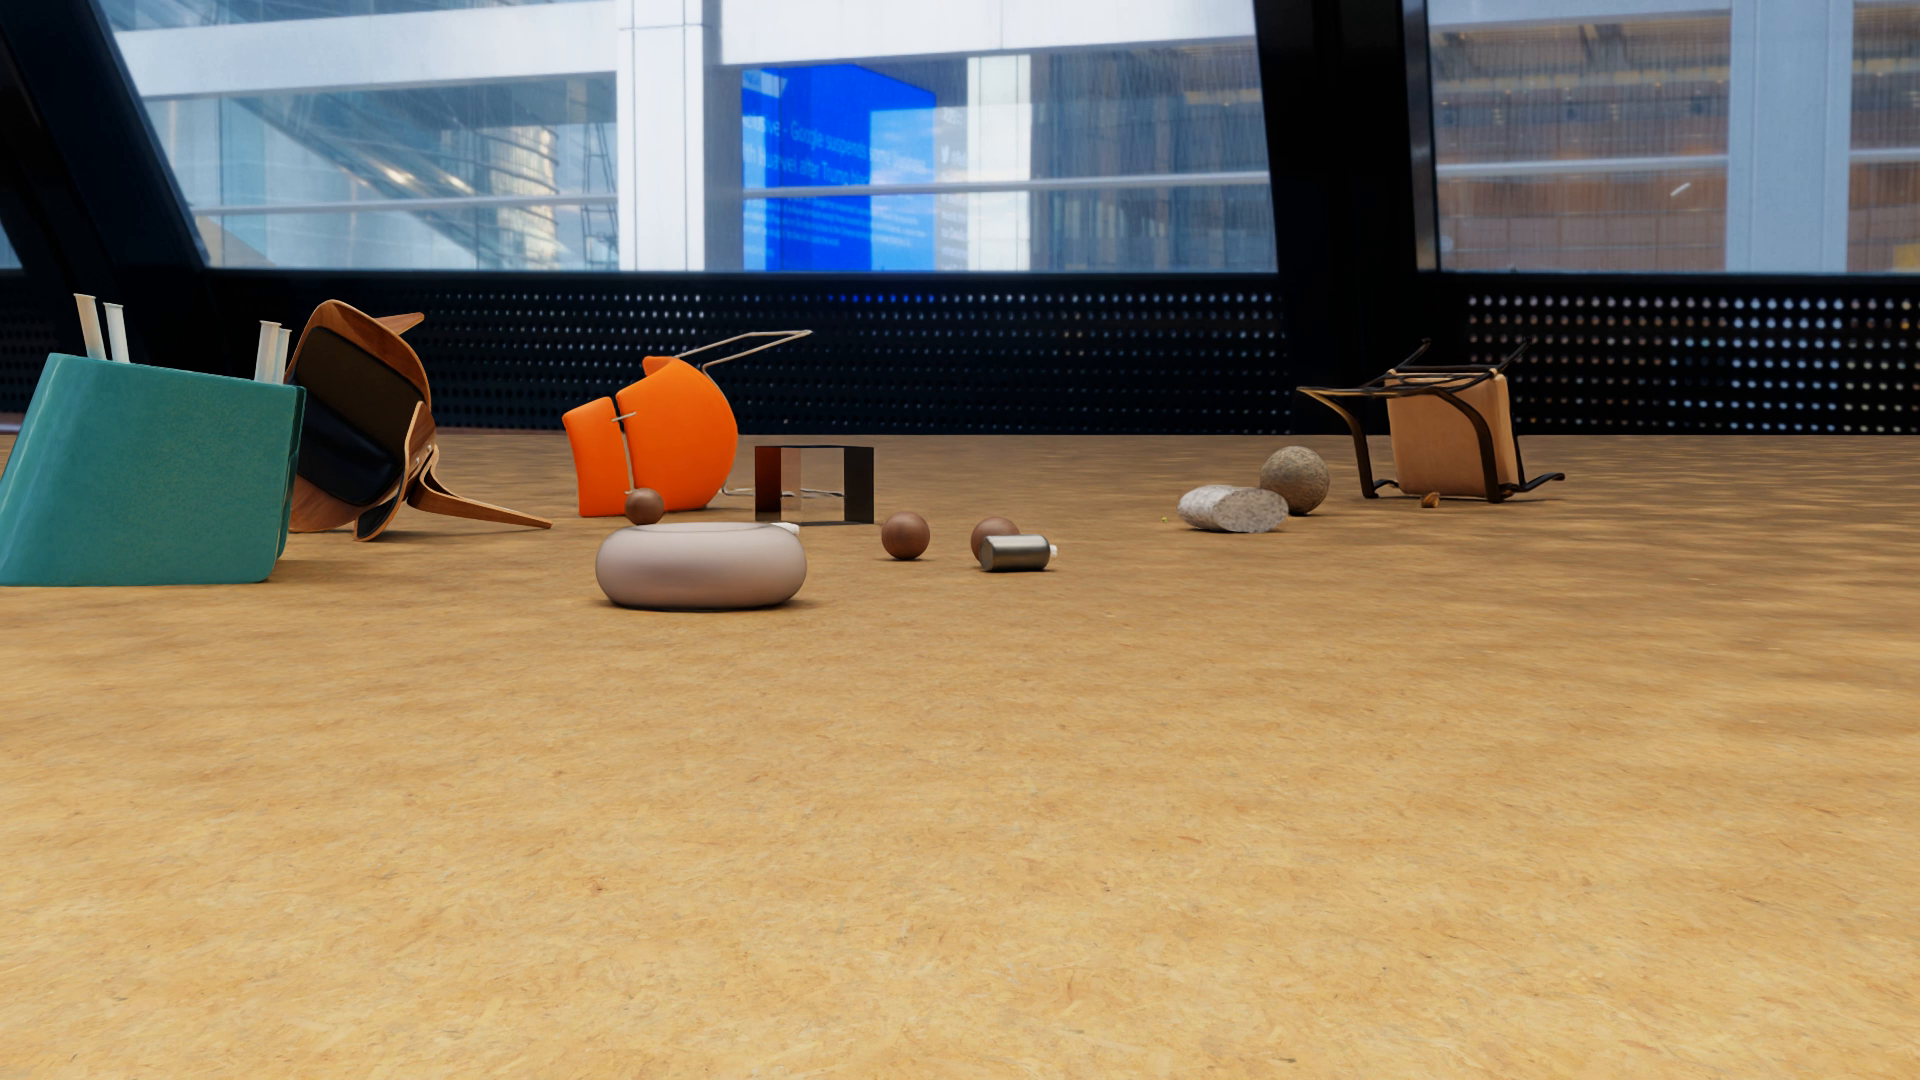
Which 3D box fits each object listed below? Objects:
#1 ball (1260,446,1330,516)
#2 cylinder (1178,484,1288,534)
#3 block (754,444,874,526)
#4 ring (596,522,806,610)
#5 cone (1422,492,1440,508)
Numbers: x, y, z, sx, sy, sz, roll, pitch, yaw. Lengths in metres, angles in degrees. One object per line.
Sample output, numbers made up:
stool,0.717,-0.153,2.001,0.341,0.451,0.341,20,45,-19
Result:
ball,1.193,-0.213,7.836,0.248,0.248,0.248,0,4,0
cylinder,0.865,-0.100,6.980,0.261,0.140,0.263,-4,5,-19
block,-0.491,-0.186,7.390,0.272,0.256,0.343,-2,5,-31
ring,-0.543,0.053,4.612,0.478,0.163,0.404,2,6,38
cone,1.793,-0.137,8.317,0.084,0.076,0.047,8,38,-40
